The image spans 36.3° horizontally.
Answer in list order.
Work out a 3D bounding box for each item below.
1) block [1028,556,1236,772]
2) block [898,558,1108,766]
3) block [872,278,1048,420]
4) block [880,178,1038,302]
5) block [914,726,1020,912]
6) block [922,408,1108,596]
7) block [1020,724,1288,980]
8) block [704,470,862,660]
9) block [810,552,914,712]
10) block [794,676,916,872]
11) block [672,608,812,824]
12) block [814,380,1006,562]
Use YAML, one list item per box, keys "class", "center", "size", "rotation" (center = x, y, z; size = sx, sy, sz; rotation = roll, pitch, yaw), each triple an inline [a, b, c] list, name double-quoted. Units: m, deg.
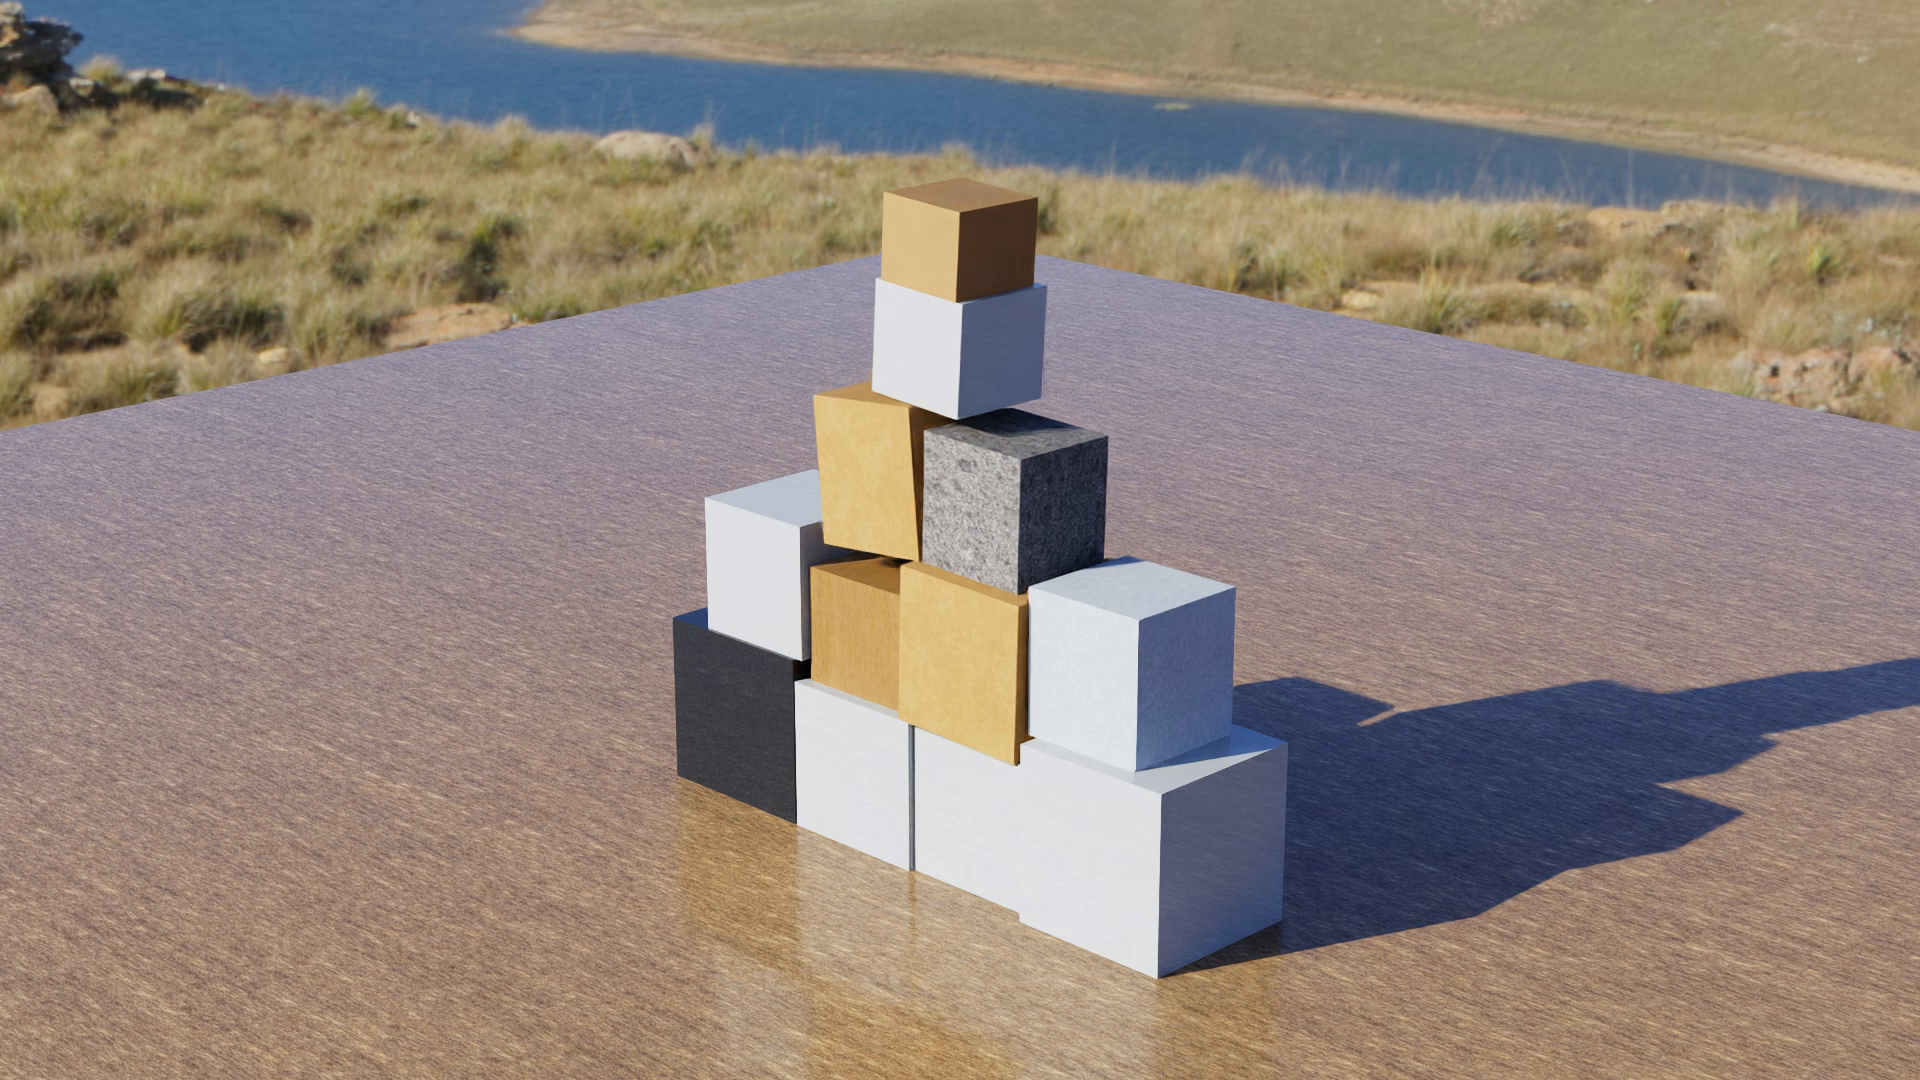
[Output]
- class: "block"
  center: [0.741, 0.526, 12.722]
  size: [0.632, 0.682, 0.628]
  rotation: [17, 24, 42]
- class: "block"
  center: [0.253, 0.469, 13.217]
  size: [0.757, 0.739, 0.729]
  rotation: [-17, 26, -42]
- class: "block"
  center: [-0.004, -0.900, 13.092]
  size: [0.532, 0.523, 0.544]
  rotation: [-17, 27, -42]
- class: "block"
  center: [-0.003, -1.327, 12.917]
  size: [0.487, 0.399, 0.469]
  rotation: [-17, 27, -42]
- class: "block"
  center: [0.297, 1.186, 13.396]
  size: [0.701, 0.705, 0.720]
  rotation: [-17, 24, -42]
- class: "block"
  center: [0.243, -0.181, 13.028]
  size: [0.558, 0.614, 0.591]
  rotation: [-17, 26, -42]
- class: "block"
  center: [0.844, 1.284, 12.852]
  size: [0.834, 0.843, 0.810]
  rotation: [-17, 24, -42]
- class: "block"
  center: [-0.732, 0.108, 14.124]
  size: [0.703, 0.659, 0.674]
  rotation: [-17, 24, -42]
- class: "block"
  center: [-0.245, 0.393, 13.725]
  size: [0.635, 0.563, 0.653]
  rotation: [-17, 24, -42]
- class: "block"
  center: [-0.223, 1.011, 13.914]
  size: [0.801, 0.728, 0.768]
  rotation: [-17, 24, -42]
- class: "block"
  center: [-0.816, 0.785, 14.459]
  size: [0.795, 0.833, 0.880]
  rotation: [-17, 24, -42]
- class: "block"
  center: [-0.212, -0.348, 13.469]
  size: [0.611, 0.703, 0.628]
  rotation: [-17, 19, -42]
